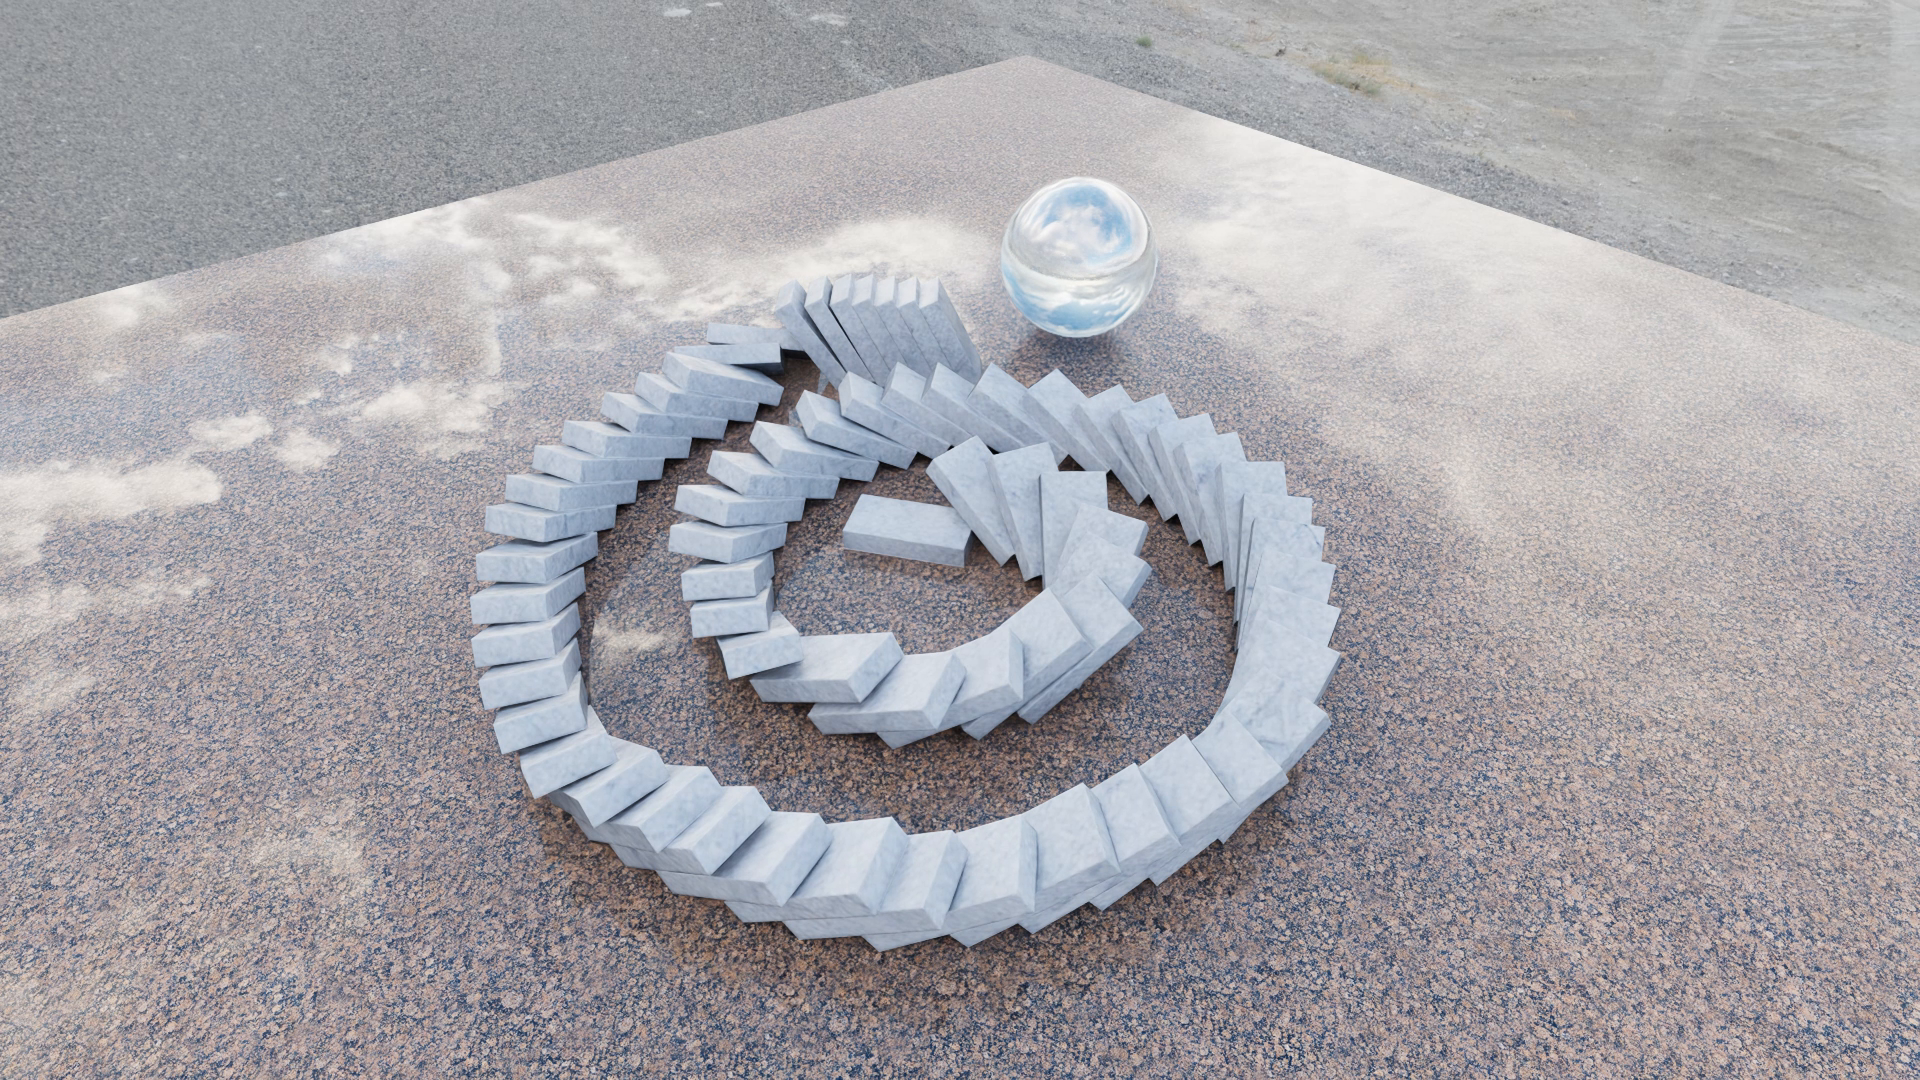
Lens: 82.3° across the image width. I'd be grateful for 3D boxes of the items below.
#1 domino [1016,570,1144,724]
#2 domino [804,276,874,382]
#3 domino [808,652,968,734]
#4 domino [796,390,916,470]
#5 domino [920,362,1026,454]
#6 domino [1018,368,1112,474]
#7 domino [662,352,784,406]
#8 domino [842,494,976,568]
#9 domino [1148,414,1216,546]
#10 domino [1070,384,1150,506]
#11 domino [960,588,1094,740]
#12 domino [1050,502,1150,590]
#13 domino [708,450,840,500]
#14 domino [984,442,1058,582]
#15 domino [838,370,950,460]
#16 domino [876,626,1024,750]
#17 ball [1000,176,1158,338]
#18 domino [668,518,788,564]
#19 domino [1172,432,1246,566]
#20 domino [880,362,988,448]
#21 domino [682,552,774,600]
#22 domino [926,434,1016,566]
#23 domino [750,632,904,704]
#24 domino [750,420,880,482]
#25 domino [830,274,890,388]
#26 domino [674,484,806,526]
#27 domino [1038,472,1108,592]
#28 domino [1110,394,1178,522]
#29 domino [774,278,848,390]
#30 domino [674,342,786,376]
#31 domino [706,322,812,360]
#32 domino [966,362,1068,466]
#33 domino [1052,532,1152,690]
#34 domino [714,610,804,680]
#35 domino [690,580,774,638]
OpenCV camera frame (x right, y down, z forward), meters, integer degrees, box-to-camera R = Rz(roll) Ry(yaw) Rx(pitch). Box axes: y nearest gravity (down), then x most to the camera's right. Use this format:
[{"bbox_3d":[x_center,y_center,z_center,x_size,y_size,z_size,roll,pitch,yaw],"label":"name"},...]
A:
[{"bbox_3d":[0.035,0.037,0.376,0.050,0.009,0.025,-42,49,6],"label":"domino"},{"bbox_3d":[-0.057,-0.101,0.536,0.010,0.050,0.025,-22,36,16],"label":"domino"},{"bbox_3d":[-0.024,0.051,0.362,0.050,0.010,0.025,-10,35,37],"label":"domino"},{"bbox_3d":[-0.045,-0.048,0.483,0.050,0.010,0.025,16,29,-33],"label":"domino"},{"bbox_3d":[0.007,-0.057,0.492,0.050,0.009,0.025,31,32,-14],"label":"domino"},{"bbox_3d":[0.052,-0.051,0.487,0.050,0.010,0.025,45,49,6],"label":"domino"},{"bbox_3d":[-0.111,-0.075,0.514,0.050,0.009,0.025,5,22,-44],"label":"domino"},{"bbox_3d":[-0.020,-0.004,0.448,0.050,0.010,0.025,9,40,11],"label":"domino"},{"bbox_3d":[0.098,-0.025,0.452,0.025,0.010,0.050,-15,78,-17],"label":"domino"},{"bbox_3d":[0.073,-0.042,0.477,0.025,0.010,0.050,-27,74,-29],"label":"domino"},{"bbox_3d":[0.018,0.042,0.371,0.050,0.010,0.025,-40,46,8],"label":"domino"},{"bbox_3d":[0.048,0.014,0.403,0.025,0.009,0.050,19,82,21],"label":"domino"},{"bbox_3d":[-0.077,-0.027,0.457,0.025,0.009,0.050,29,17,33],"label":"domino"},{"bbox_3d":[0.030,-0.011,0.433,0.025,0.009,0.050,-16,82,-20],"label":"domino"},{"bbox_3d":[-0.029,-0.055,0.488,0.050,0.009,0.025,24,28,-26],"label":"domino"},{"bbox_3d":[-0.003,0.049,0.364,0.050,0.009,0.025,-24,35,22],"label":"domino"},{"bbox_3d":[0.061,-0.144,0.564,0.080,0.080,0.080,0,39,0],"label":"ball"},{"bbox_3d":[-0.089,-0.001,0.426,0.025,0.009,0.050,11,10,13],"label":"domino"},{"bbox_3d":[0.106,-0.017,0.441,0.025,0.009,0.050,-12,77,-16],"label":"domino"},{"bbox_3d":[-0.010,-0.058,0.493,0.050,0.010,0.025,30,32,-16],"label":"domino"},{"bbox_3d":[-0.085,0.013,0.407,0.025,0.010,0.050,-4,7,-2],"label":"domino"},{"bbox_3d":[0.012,-0.016,0.445,0.025,0.009,0.050,-32,78,-33],"label":"domino"},{"bbox_3d":[-0.046,0.043,0.372,0.050,0.010,0.025,-7,28,42],"label":"domino"},{"bbox_3d":[-0.062,-0.038,0.471,0.050,0.010,0.025,5,28,-43],"label":"domino"},{"bbox_3d":[-0.046,-0.101,0.536,0.010,0.050,0.025,-20,37,15],"label":"domino"},{"bbox_3d":[-0.087,-0.015,0.441,0.025,0.009,0.050,17,11,25],"label":"domino"},{"bbox_3d":[0.044,-0.001,0.421,0.025,0.009,0.050,-1,77,-3],"label":"domino"},{"bbox_3d":[0.086,-0.035,0.465,0.025,0.009,0.050,-22,79,-26],"label":"domino"},{"bbox_3d":[-0.070,-0.100,0.536,0.009,0.050,0.025,-26,35,19],"label":"domino"},{"bbox_3d":[-0.112,-0.088,0.539,0.050,0.009,0.025,-3,-5,-3],"label":"domino"},{"bbox_3d":[-0.099,-0.100,0.554,0.050,0.009,0.025,7,-1,8],"label":"domino"},{"bbox_3d":[0.028,-0.056,0.491,0.050,0.010,0.025,36,38,-6],"label":"domino"},{"bbox_3d":[0.044,0.025,0.390,0.025,0.010,0.050,30,86,29],"label":"domino"},{"bbox_3d":[-0.071,0.035,0.380,0.025,0.010,0.050,-14,8,-15],"label":"domino"},{"bbox_3d":[-0.081,0.024,0.394,0.025,0.010,0.050,-5,7,-7],"label":"domino"}]
